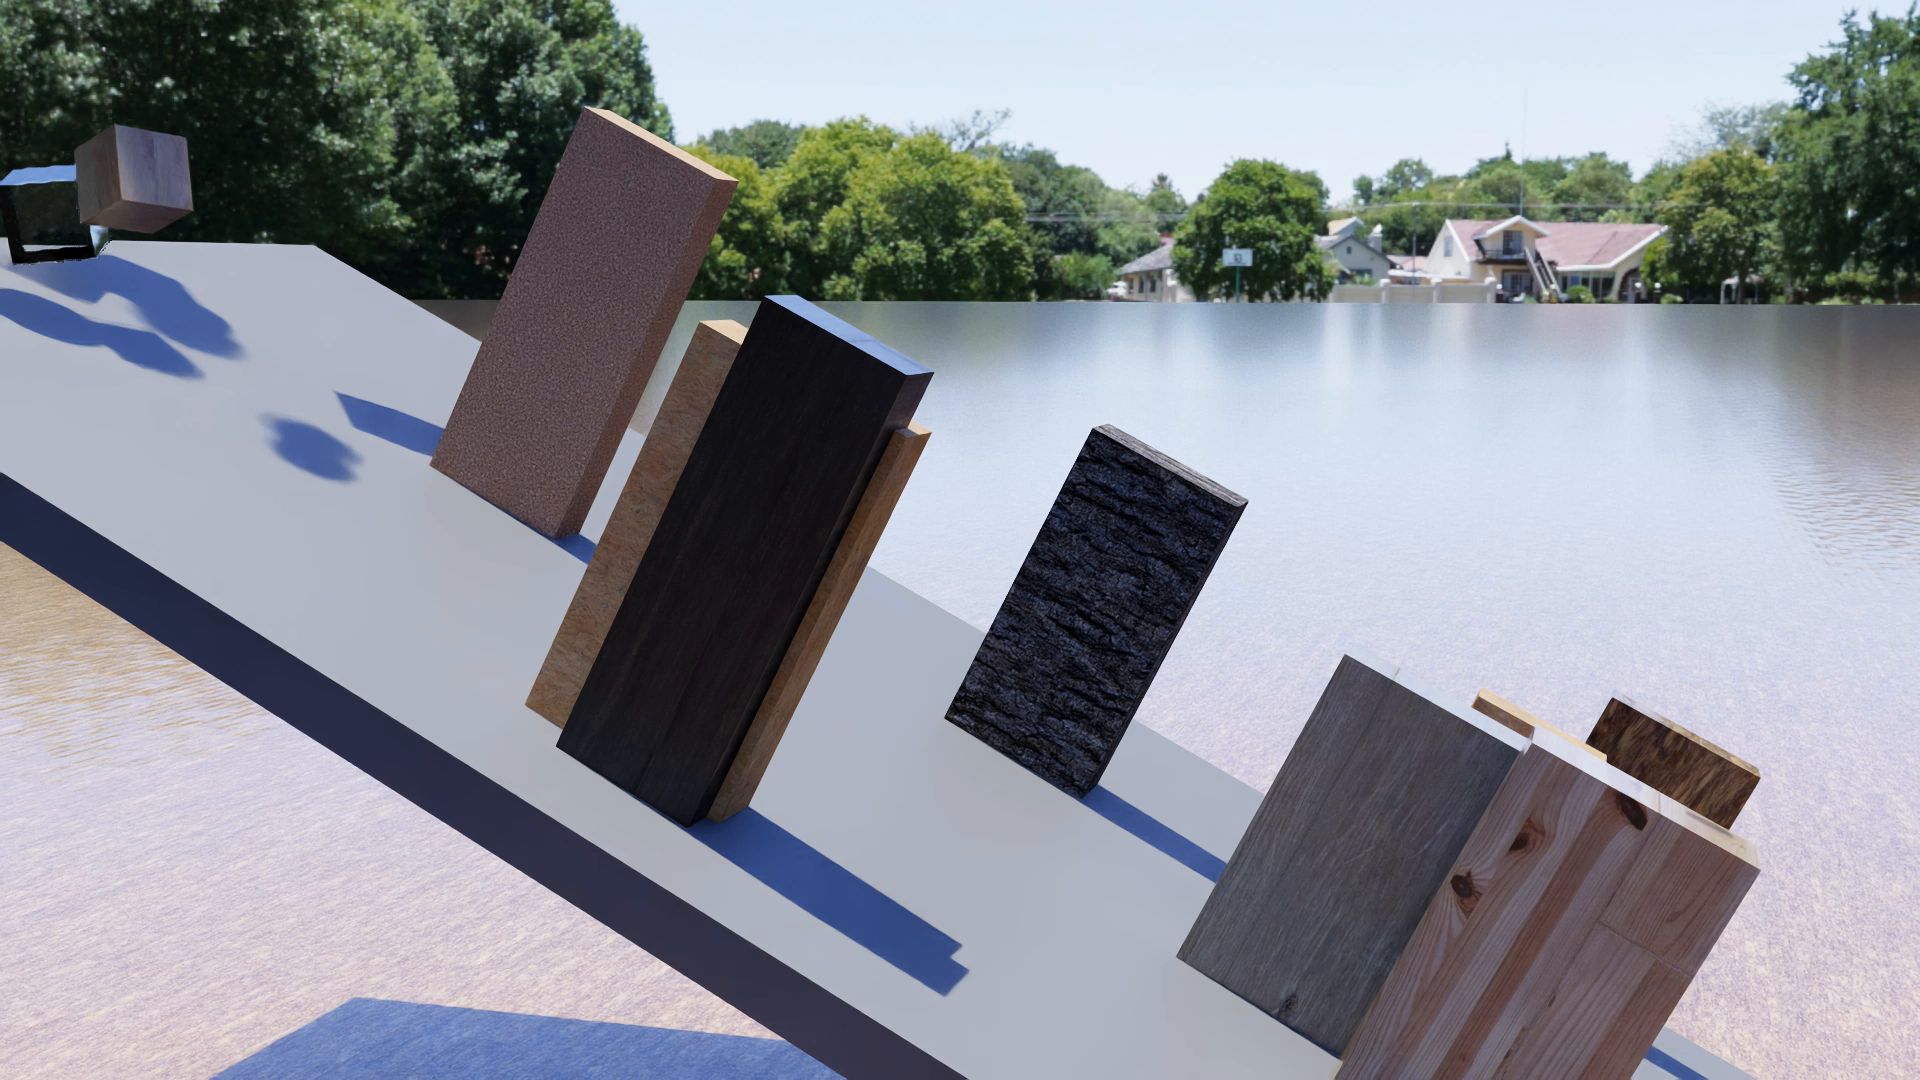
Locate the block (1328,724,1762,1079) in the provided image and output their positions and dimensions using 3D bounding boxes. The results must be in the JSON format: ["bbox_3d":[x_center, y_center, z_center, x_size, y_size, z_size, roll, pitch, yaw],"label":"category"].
[{"bbox_3d":[0.872,0.689,3.379,0.368,0.710,0.143,30,14,12],"label":"block"}]

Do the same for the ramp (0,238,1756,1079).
[{"bbox_3d":[-0.232,0.388,4.153,4.000,0.100,2.000,30,14,12],"label":"ramp"}]

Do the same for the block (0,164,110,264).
[{"bbox_3d":[-1.809,-0.653,4.392,0.156,0.156,0.156,-6,23,-8],"label":"block"}]

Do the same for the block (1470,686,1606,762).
[{"bbox_3d":[1.031,0.595,4.388,0.274,0.529,0.105,30,14,12],"label":"block"}]

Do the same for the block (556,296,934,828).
[{"bbox_3d":[-0.336,0.034,3.388,0.251,0.789,0.132,30,14,12],"label":"block"}]

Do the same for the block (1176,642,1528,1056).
[{"bbox_3d":[0.696,0.547,3.768,0.398,0.617,0.120,30,14,12],"label":"block"}]

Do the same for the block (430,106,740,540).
[{"bbox_3d":[-0.742,-0.420,4.312,0.306,0.782,0.110,30,14,12],"label":"block"}]

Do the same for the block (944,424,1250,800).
[{"bbox_3d":[0.268,0.140,4.369,0.320,0.663,0.139,30,14,12],"label":"block"}]

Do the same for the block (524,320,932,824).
[{"bbox_3d":[-0.372,0.049,3.473,0.375,0.692,0.125,30,14,12],"label":"block"}]

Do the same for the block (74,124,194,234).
[{"bbox_3d":[-1.587,-0.691,4.223,0.149,0.149,0.149,-16,-11,38],"label":"block"}]

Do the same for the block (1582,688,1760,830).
[{"bbox_3d":[1.335,0.658,4.527,0.325,0.618,0.091,30,14,12],"label":"block"}]
